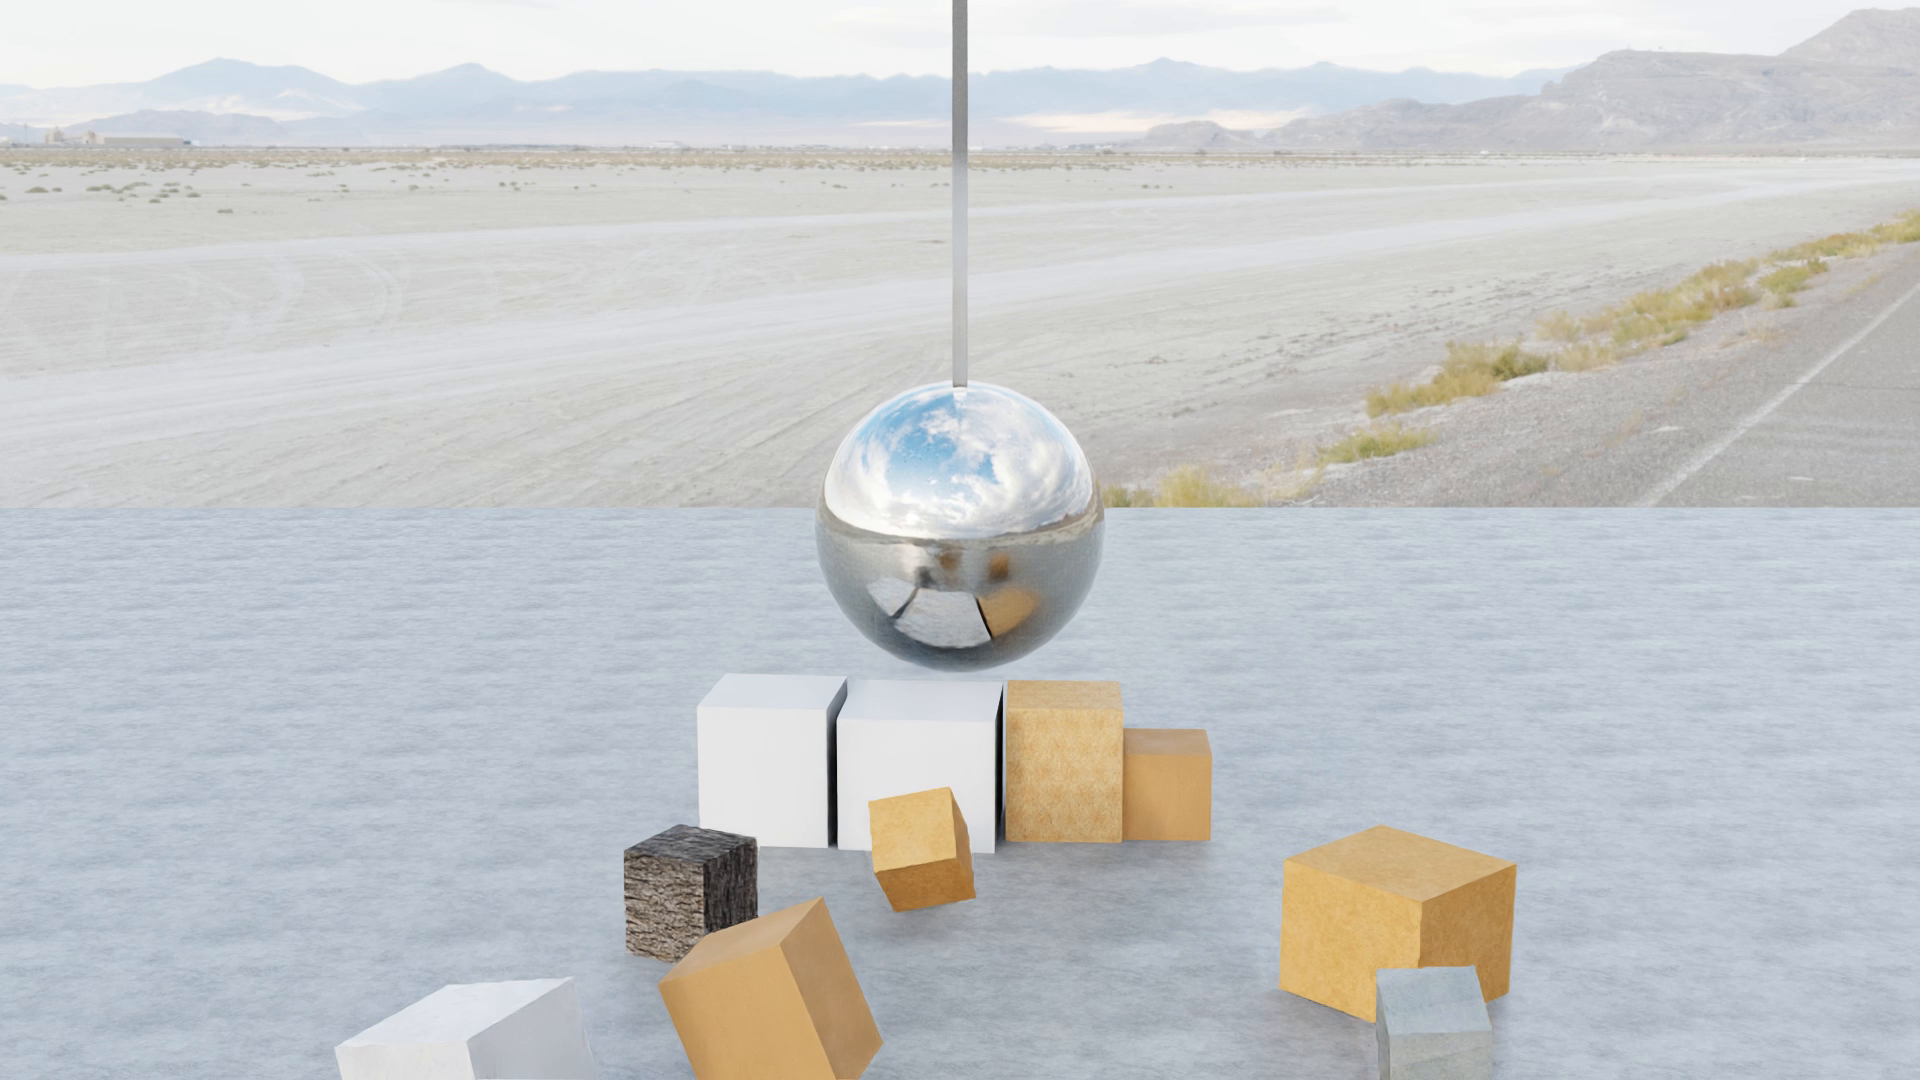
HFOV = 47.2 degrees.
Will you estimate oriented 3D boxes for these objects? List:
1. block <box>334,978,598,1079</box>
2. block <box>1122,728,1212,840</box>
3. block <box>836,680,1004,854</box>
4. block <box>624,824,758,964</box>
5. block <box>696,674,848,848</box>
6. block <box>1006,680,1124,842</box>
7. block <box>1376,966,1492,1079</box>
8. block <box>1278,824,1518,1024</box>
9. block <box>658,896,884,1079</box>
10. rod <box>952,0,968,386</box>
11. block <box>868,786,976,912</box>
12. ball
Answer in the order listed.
[{"bbox_3d":[-1.628,1.839,7.377,0.563,0.540,0.570,-9,6,28],"label":"block"},{"bbox_3d":[1.057,1.260,11.387,0.451,0.446,0.515,0,10,2],"label":"block"},{"bbox_3d":[-0.191,1.152,11.333,0.784,0.678,0.802,1,10,4],"label":"block"},{"bbox_3d":[-1.177,1.561,9.654,0.413,0.474,0.421,5,12,27],"label":"block"},{"bbox_3d":[-0.955,1.128,11.358,0.652,0.717,0.696,1,10,6],"label":"block"},{"bbox_3d":[0.536,1.136,11.374,0.588,0.694,0.591,0,10,2],"label":"block"},{"bbox_3d":[1.714,1.836,7.974,0.358,0.415,0.386,-3,24,5],"label":"block"},{"bbox_3d":[1.815,1.604,9.130,0.677,0.566,0.678,-10,15,-43],"label":"block"},{"bbox_3d":[-0.680,1.725,7.996,0.497,0.599,0.510,-21,5,16],"label":"block"},{"bbox_3d":[0.000,-3.297,10.964,0.080,5.200,0.080,0,19,0],"label":"rod"},{"bbox_3d":[-0.173,1.416,10.043,0.380,0.418,0.363,-11,53,6],"label":"block"},{"bbox_3d":[0.000,-0.075,12.050,1.600,1.600,1.600,0,10,0],"label":"ball"}]
